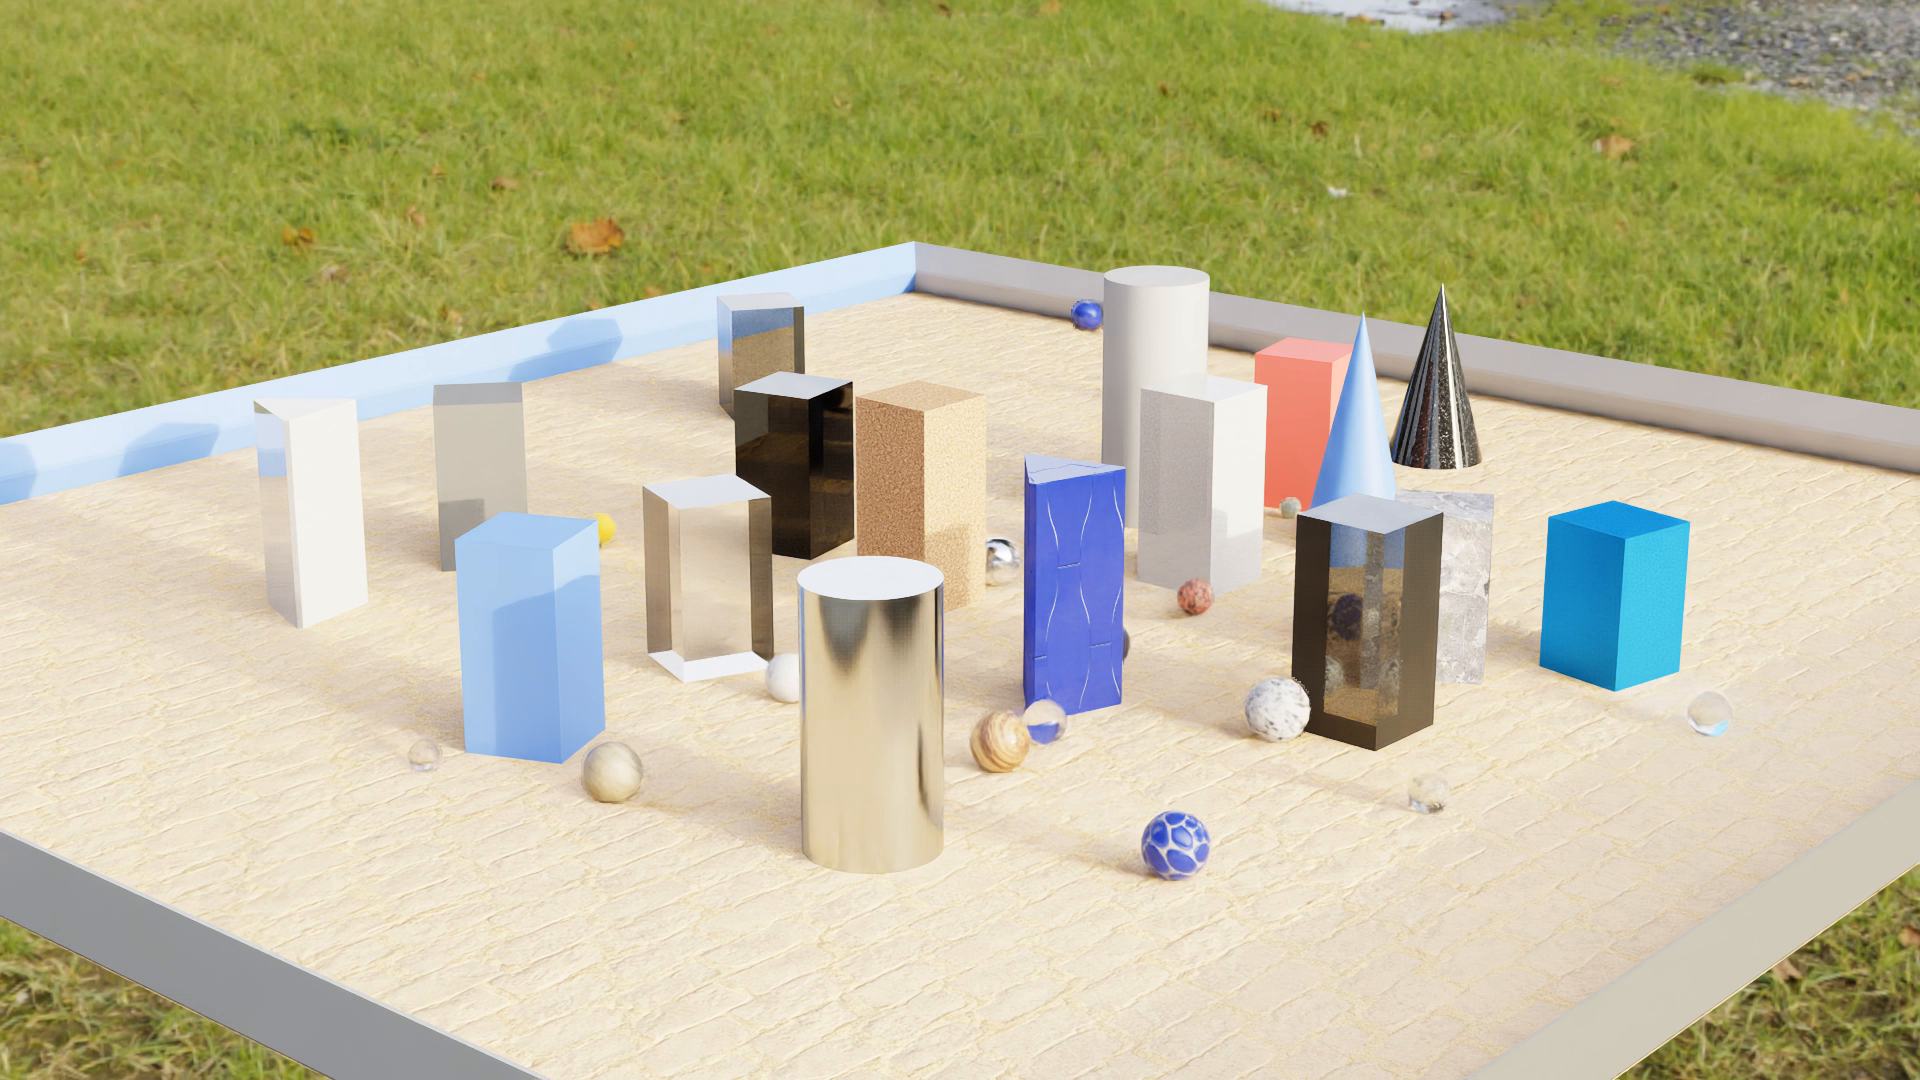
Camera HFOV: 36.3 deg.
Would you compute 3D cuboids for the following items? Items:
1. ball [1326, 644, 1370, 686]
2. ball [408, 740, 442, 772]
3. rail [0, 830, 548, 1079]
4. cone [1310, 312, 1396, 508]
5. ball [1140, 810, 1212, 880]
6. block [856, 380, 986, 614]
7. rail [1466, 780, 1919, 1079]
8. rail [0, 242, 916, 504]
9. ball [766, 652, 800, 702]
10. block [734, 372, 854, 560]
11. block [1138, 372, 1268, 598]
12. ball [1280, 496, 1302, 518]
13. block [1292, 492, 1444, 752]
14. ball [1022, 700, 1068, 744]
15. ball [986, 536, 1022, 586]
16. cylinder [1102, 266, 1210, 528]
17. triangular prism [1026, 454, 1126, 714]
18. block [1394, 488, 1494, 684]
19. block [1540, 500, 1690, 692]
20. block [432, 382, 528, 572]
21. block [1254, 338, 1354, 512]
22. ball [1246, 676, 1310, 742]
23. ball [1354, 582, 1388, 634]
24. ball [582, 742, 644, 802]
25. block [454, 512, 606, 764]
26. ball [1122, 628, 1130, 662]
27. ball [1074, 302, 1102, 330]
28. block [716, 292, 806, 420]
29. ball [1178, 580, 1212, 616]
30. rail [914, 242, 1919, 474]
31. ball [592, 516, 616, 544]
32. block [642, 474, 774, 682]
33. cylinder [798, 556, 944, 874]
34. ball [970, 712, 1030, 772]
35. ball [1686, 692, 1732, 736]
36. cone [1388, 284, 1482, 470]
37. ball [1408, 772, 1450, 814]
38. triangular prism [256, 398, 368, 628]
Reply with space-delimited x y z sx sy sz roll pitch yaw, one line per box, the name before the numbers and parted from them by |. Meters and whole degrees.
ball | 0.619 0.199 4.670 0.070 0.070 0.070 0 17 0
ball | -0.788 0.318 4.313 0.048 0.048 0.048 0 17 0
rail | -1.204 0.432 3.793 3.543 0.128 0.045 14 22 39
cone | 0.730 -0.204 5.366 0.197 0.441 0.197 0 17 0
ball | 0.289 0.409 3.932 0.094 0.094 0.094 0 17 0
block | -0.067 -0.071 5.052 0.158 0.366 0.158 14 22 39
rail | 1.320 0.363 4.023 0.045 0.128 3.719 14 22 39
rail | -1.320 -0.299 6.217 0.045 0.128 3.719 14 22 39
ball | -0.266 0.216 4.599 0.078 0.078 0.078 0 17 0
block | -0.303 -0.138 5.387 0.158 0.302 0.158 9 19 27
block | 0.426 -0.099 5.168 0.158 0.353 0.158 14 22 38
ball | 0.630 -0.062 5.587 0.042 0.042 0.042 0 17 0
block | 0.617 0.122 4.456 0.158 0.341 0.158 15 22 40
ball | 0.128 0.275 4.423 0.068 0.068 0.068 0 17 0
ball | 0.068 0.037 5.178 0.086 0.086 0.086 0 17 0
cylinder | 0.367 -0.270 5.542 0.197 0.465 0.197 0 17 0
triangular prism | 0.143 0.067 4.566 0.171 0.383 0.148 -10 20 -30
block | 0.774 0.074 4.733 0.158 0.273 0.158 3 17 11
block | 1.053 0.088 4.721 0.158 0.253 0.158 -13 21 -36
block | -0.865 -0.116 5.305 0.158 0.307 0.158 -3 17 -9
block | 0.670 -0.221 5.665 0.158 0.300 0.158 9 19 28
ball | 0.480 0.256 4.433 0.099 0.099 0.099 0 17 0
ball | 0.706 0.115 4.921 0.087 0.087 0.087 0 17 0
ball | -0.497 0.332 4.200 0.087 0.087 0.087 0 17 0
block | -0.642 0.145 4.396 0.158 0.333 0.158 5 18 17
ball | 0.226 0.168 4.731 0.095 0.095 0.095 0 17 0
ball | 0.311 -0.545 7.137 0.071 0.071 0.071 0 17 0
block | -0.431 -0.399 6.354 0.158 0.243 0.158 -5 17 -15
ball | 0.402 0.098 5.021 0.060 0.060 0.060 0 17 0
rail | 1.204 -0.368 6.447 3.543 0.128 0.045 14 22 39
ball | -0.664 -0.020 5.429 0.052 0.052 0.052 0 17 0
block | -0.408 0.059 4.755 0.158 0.289 0.158 -9 19 -26
cylinder | -0.120 0.236 3.994 0.197 0.389 0.197 0 17 0
ball | 0.058 0.297 4.313 0.089 0.089 0.089 0 17 0
ball | 1.140 0.264 4.458 0.068 0.068 0.068 0 17 0
cone | 0.973 -0.345 5.964 0.197 0.365 0.197 0 17 0
ball | 0.666 0.359 4.159 0.059 0.059 0.059 0 17 0
triangular prism | -1.136 -0.056 5.007 0.148 0.363 0.171 10 19 29
